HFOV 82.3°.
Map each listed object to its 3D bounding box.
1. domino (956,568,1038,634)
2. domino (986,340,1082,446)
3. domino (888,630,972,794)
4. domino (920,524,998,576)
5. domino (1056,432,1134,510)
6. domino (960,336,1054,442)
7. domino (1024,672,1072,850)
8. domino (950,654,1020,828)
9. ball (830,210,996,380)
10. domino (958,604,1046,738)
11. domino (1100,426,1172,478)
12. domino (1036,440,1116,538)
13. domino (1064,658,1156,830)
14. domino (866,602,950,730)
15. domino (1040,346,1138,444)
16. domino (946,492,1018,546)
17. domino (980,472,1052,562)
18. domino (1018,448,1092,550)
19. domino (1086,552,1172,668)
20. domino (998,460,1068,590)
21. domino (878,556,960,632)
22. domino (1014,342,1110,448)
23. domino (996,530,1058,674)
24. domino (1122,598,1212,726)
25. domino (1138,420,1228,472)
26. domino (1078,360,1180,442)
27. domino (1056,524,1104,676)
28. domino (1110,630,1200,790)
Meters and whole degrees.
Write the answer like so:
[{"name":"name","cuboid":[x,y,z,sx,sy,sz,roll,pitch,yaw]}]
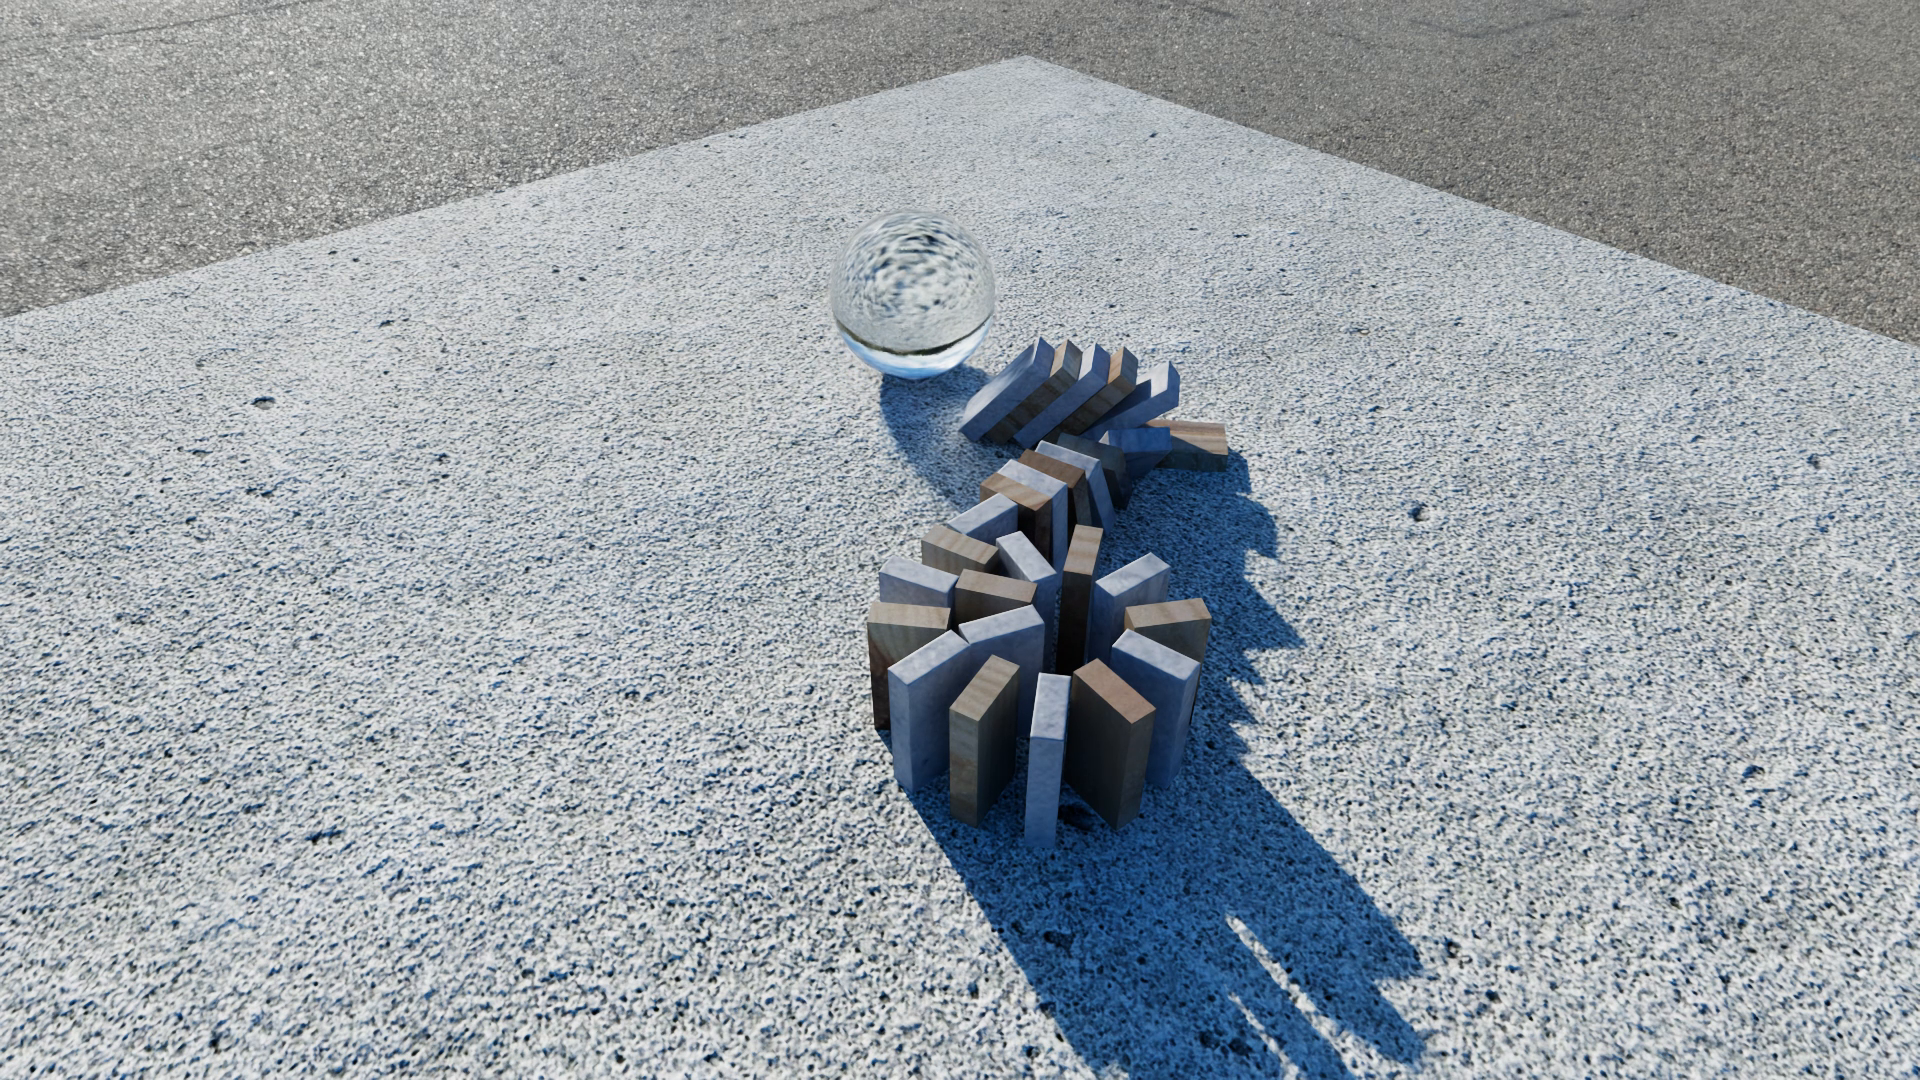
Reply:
[{"name":"domino","cuboid":[0.012,0.034,0.370,0.025,0.050,0.009,11,41,13]},{"name":"domino","cuboid":[0.033,-0.066,0.497,0.010,0.050,0.025,38,37,-18]},{"name":"domino","cuboid":[-0.009,0.054,0.345,0.025,0.050,0.009,-29,48,-31]},{"name":"domino","cuboid":[0.000,0.020,0.387,0.025,0.050,0.009,21,45,24]},{"name":"domino","cuboid":[0.055,-0.027,0.448,0.025,0.050,0.009,17,79,18]},{"name":"domino","cuboid":[0.021,-0.068,0.499,0.010,0.050,0.025,38,37,-18]},{"name":"domino","cuboid":[0.026,0.067,0.330,0.009,0.050,0.025,6,40,7]},{"name":"domino","cuboid":[0.007,0.062,0.336,0.009,0.050,0.025,21,44,23]},{"name":"ball","cuboid":[-0.023,-0.118,0.532,0.080,0.080,0.080,0,39,0]},{"name":"domino","cuboid":[0.013,0.045,0.356,0.025,0.050,0.010,-14,41,-17]},{"name":"domino","cuboid":[0.069,-0.035,0.459,0.025,0.050,0.009,-4,81,-5]},{"name":"domino","cuboid":[0.046,-0.019,0.436,0.025,0.050,0.010,21,72,24]},{"name":"domino","cuboid":[0.045,0.063,0.335,0.010,0.050,0.025,-25,46,-27]},{"name":"domino","cuboid":[-0.016,0.043,0.359,0.025,0.050,0.009,5,40,6]},{"name":"domino","cuboid":[0.058,-0.062,0.492,0.010,0.050,0.025,38,37,-18]},{"name":"domino","cuboid":[0.008,0.010,0.399,0.025,0.050,0.009,-30,48,-30]},{"name":"domino","cuboid":[0.020,0.002,0.409,0.025,0.050,0.010,27,48,29]},{"name":"domino","cuboid":[0.037,-0.012,0.426,0.025,0.050,0.010,23,62,25]},{"name":"domino","cuboid":[0.057,0.031,0.374,0.025,0.050,0.010,-25,46,-28]},{"name":"domino","cuboid":[0.028,-0.004,0.416,0.025,0.050,0.010,27,53,29]},{"name":"domino","cuboid":[-0.013,0.030,0.374,0.025,0.050,0.009,17,42,20]},{"name":"domino","cuboid":[0.046,-0.065,0.495,0.010,0.050,0.025,38,37,-18]},{"name":"domino","cuboid":[0.022,0.025,0.381,0.010,0.050,0.025,-17,42,-20]},{"name":"domino","cuboid":[0.065,0.042,0.360,0.025,0.050,0.009,-7,40,-8]},{"name":"domino","cuboid":[0.094,-0.043,0.496,0.050,0.010,0.025,4,40,5]},{"name":"domino","cuboid":[0.074,-0.059,0.493,0.050,0.010,0.025,-26,29,30]},{"name":"domino","cuboid":[0.041,0.022,0.384,0.009,0.050,0.025,9,40,11]},{"name":"domino","cuboid":[0.059,0.054,0.346,0.025,0.050,0.009,25,46,27]}]
